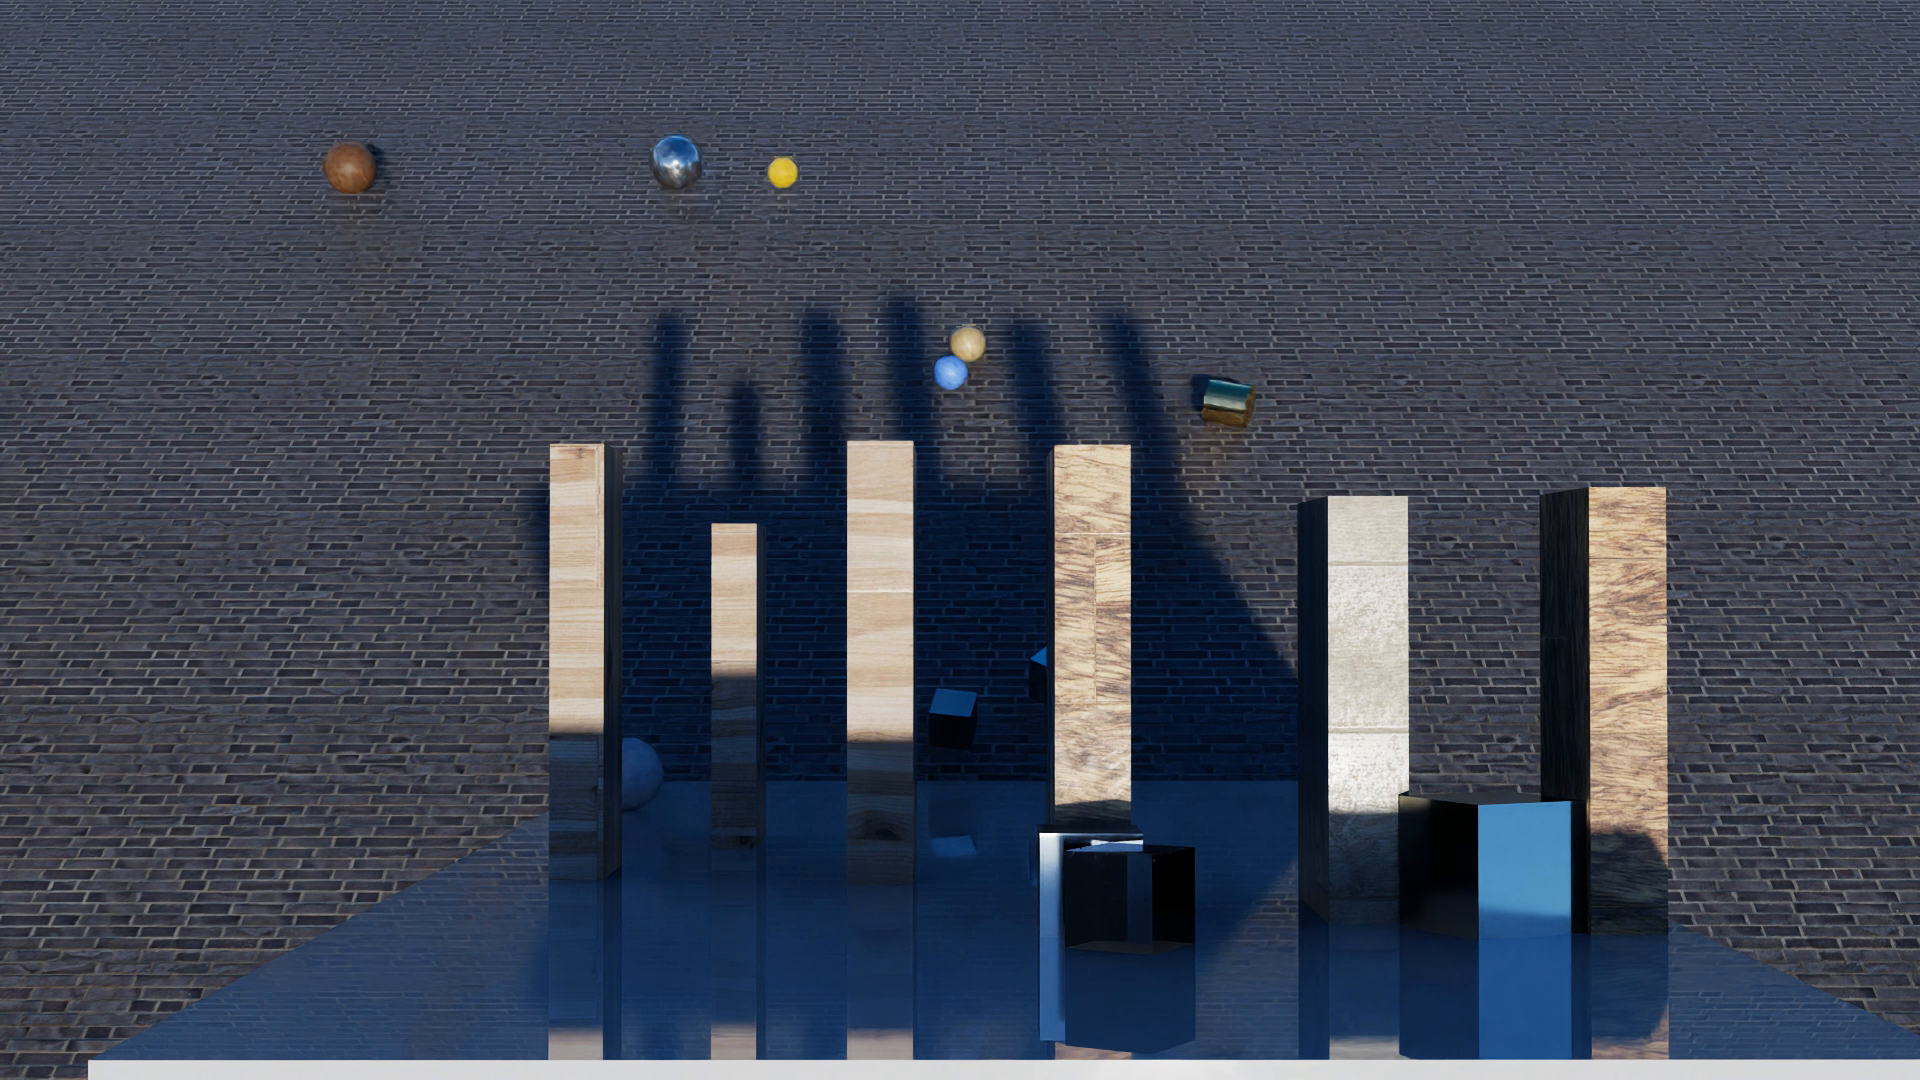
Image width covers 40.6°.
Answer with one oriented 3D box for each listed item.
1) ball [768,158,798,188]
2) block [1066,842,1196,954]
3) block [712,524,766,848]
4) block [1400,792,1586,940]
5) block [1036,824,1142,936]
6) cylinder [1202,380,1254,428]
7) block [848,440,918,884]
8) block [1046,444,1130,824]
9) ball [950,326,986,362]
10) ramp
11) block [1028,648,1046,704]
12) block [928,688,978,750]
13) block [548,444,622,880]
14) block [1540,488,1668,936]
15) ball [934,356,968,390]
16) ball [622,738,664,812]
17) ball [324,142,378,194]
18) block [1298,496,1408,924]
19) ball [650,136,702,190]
[{"bbox_3d":[-0.679,-1.407,9.932,0.117,0.117,0.117,0,33,0],"label":"ball"},{"bbox_3d":[0.239,0.501,3.637,0.135,0.135,0.135,-1,-1,31],"label":"block"},{"bbox_3d":[-0.436,0.284,5.123,0.087,0.626,0.253,0,-1,0],"label":"block"},{"bbox_3d":[0.783,0.476,3.816,0.192,0.192,0.192,0,-1,-25],"label":"block"},{"bbox_3d":[0.189,0.498,3.804,0.148,0.148,0.148,0,-1,0],"label":"block"},{"bbox_3d":[0.873,-0.442,8.428,0.138,0.138,0.138,11,35,16],"label":"cylinder"},{"bbox_3d":[-0.135,0.211,4.598,0.112,0.751,0.415,0,-1,0],"label":"block"},{"bbox_3d":[0.199,0.219,4.068,0.114,0.716,0.369,0,-1,0],"label":"block"},{"bbox_3d":[0.026,-0.662,8.779,0.124,0.124,0.124,0,33,0],"label":"ball"},{"bbox_3d":[0.073,0.640,4.754,2.000,0.100,4.000,0,-1,0],"label":"ramp"},{"bbox_3d":[0.283,0.376,7.174,0.130,0.130,0.130,23,40,31],"label":"block"},{"bbox_3d":[-0.018,0.485,7.022,0.112,0.112,0.112,6,33,9],"label":"block"},{"bbox_3d":[-0.661,0.212,4.592,0.093,0.751,0.247,0,-1,0],"label":"block"},{"bbox_3d":[0.967,0.250,3.910,0.111,0.647,0.320,0,-1,0],"label":"block"},{"bbox_3d":[-0.032,-0.557,8.625,0.115,0.115,0.115,0,33,0],"label":"ball"},{"bbox_3d":[-0.751,0.527,5.834,0.167,0.167,0.167,0,33,0],"label":"ball"},{"bbox_3d":[-2.320,-1.415,9.869,0.200,0.200,0.200,0,33,0],"label":"ball"},{"bbox_3d":[0.610,0.257,4.049,0.120,0.639,0.351,0,-1,0],"label":"block"},{"bbox_3d":[-1.084,-1.442,9.907,0.204,0.204,0.204,0,33,0],"label":"ball"}]
